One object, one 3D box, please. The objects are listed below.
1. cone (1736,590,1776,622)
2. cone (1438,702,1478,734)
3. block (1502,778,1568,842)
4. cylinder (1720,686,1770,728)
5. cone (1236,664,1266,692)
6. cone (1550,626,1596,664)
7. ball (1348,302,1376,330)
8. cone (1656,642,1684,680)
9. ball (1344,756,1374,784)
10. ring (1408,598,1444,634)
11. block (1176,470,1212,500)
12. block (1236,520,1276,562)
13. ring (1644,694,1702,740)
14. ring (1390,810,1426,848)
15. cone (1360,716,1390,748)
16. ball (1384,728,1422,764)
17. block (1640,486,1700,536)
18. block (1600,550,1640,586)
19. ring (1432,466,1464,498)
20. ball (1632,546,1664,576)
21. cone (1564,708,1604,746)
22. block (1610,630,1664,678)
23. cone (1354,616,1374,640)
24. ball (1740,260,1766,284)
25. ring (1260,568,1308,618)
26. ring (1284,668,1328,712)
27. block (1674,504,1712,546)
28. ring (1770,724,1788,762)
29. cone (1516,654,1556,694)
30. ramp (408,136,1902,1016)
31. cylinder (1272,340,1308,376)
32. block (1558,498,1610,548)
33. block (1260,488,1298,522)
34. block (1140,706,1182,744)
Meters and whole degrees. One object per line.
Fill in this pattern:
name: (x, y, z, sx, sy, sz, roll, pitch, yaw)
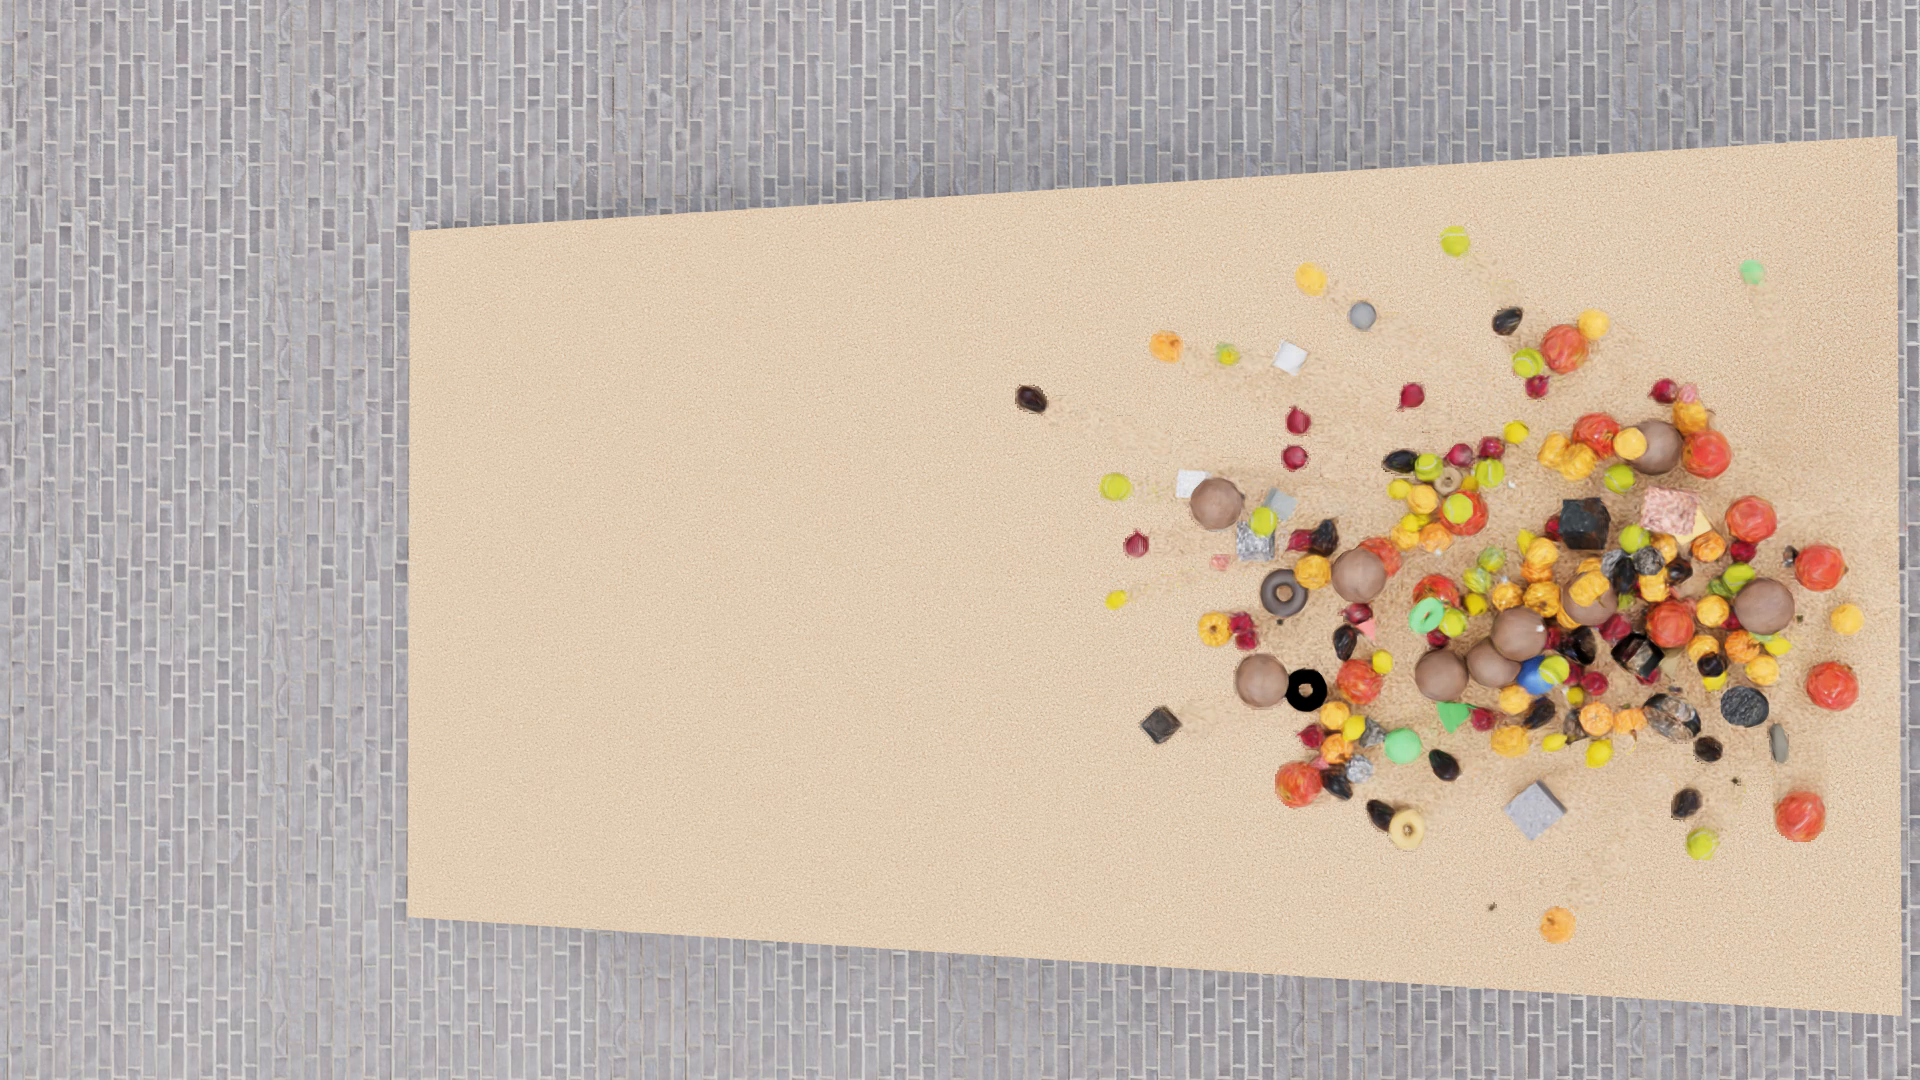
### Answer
cone: (1.826, 0.139, 5.086, 0.079, 0.079, 0.079, -16, 121, -30)
cone: (1.214, 0.415, 5.320, 0.085, 0.085, 0.085, -26, 89, 6)
block: (1.367, 0.642, 5.226, 0.100, 0.100, 0.100, -44, 75, 15)
cylinder: (1.805, 0.383, 5.059, 0.090, 0.090, 0.090, -4, 82, 31)
cone: (0.742, 0.330, 5.501, 0.074, 0.074, 0.074, -25, 89, -27)
cone: (1.446, 0.255, 5.232, 0.095, 0.095, 0.095, 9, 76, -41)
ball: (0.989, -0.550, 5.402, 0.068, 0.068, 0.068, 0, 89, 0)
cone: (1.661, 0.295, 5.154, 0.082, 0.082, 0.082, -20, 110, 0)
ball: (0.978, 0.562, 5.392, 0.068, 0.068, 0.068, 0, 89, 0)
ring: (1.102, 0.179, 5.198, 0.094, 0.031, 0.094, -15, 127, -20)
block: (0.590, -0.139, 5.547, 0.069, 0.069, 0.069, 5, 91, 21)
block: (0.736, 0.002, 5.471, 0.082, 0.082, 0.082, -3, 74, 18)
ring: (1.655, 0.412, 5.111, 0.137, 0.137, 0.046, 37, 59, 0)
ring: (1.088, 0.703, 5.347, 0.095, 0.032, 0.095, 1, 86, -21)
cone: (1.031, 0.479, 5.390, 0.079, 0.079, 0.079, 11, 89, -6)
ball: (1.077, 0.501, 5.344, 0.089, 0.089, 0.089, 0, 89, 0)
block: (1.611, -0.068, 4.989, 0.096, 0.096, 0.096, 13, 99, 31)
block: (1.549, 0.064, 5.151, 0.064, 0.064, 0.064, 13, 77, -17)
ring: (1.185, -0.141, 5.343, 0.077, 0.026, 0.077, -3, 82, 26)
ball: (1.575, 0.049, 5.029, 0.070, 0.070, 0.070, 0, 89, 0)
cone: (1.490, 0.447, 5.215, 0.089, 0.089, 0.089, 6, 89, -6)
block: (1.575, 0.267, 5.116, 0.072, 0.072, 0.072, 41, 84, -24)
cone: (0.998, 0.223, 5.362, 0.052, 0.052, 0.052, -29, 98, 0)
ball: (1.835, -0.619, 5.090, 0.054, 0.054, 0.054, 0, 89, 0)
ring: (0.807, 0.133, 5.477, 0.122, 0.041, 0.122, -1, 86, 19)
ring: (0.858, 0.372, 5.457, 0.107, 0.036, 0.107, 0, 90, 22)
block: (1.684, -0.052, 5.106, 0.078, 0.078, 0.078, -34, 103, 22)
ring: (1.878, 0.466, 5.043, 0.030, 0.091, 0.091, -9, 89, 15)
cone: (1.362, 0.321, 5.232, 0.096, 0.096, 0.096, -1, 87, 23)
ramp: (0.282, 0.088, 5.751, 4.000, 0.100, 2.000, 0, 89, 21)
cylinder: (0.821, -0.452, 5.465, 0.066, 0.066, 0.066, 28, 100, 0)
block: (1.470, -0.038, 5.178, 0.086, 0.086, 0.086, 0, 61, 35)
block: (0.792, -0.088, 5.454, 0.060, 0.060, 0.060, 31, 92, -8)
block: (0.509, 0.468, 5.571, 0.066, 0.066, 0.066, -46, 75, 14)
